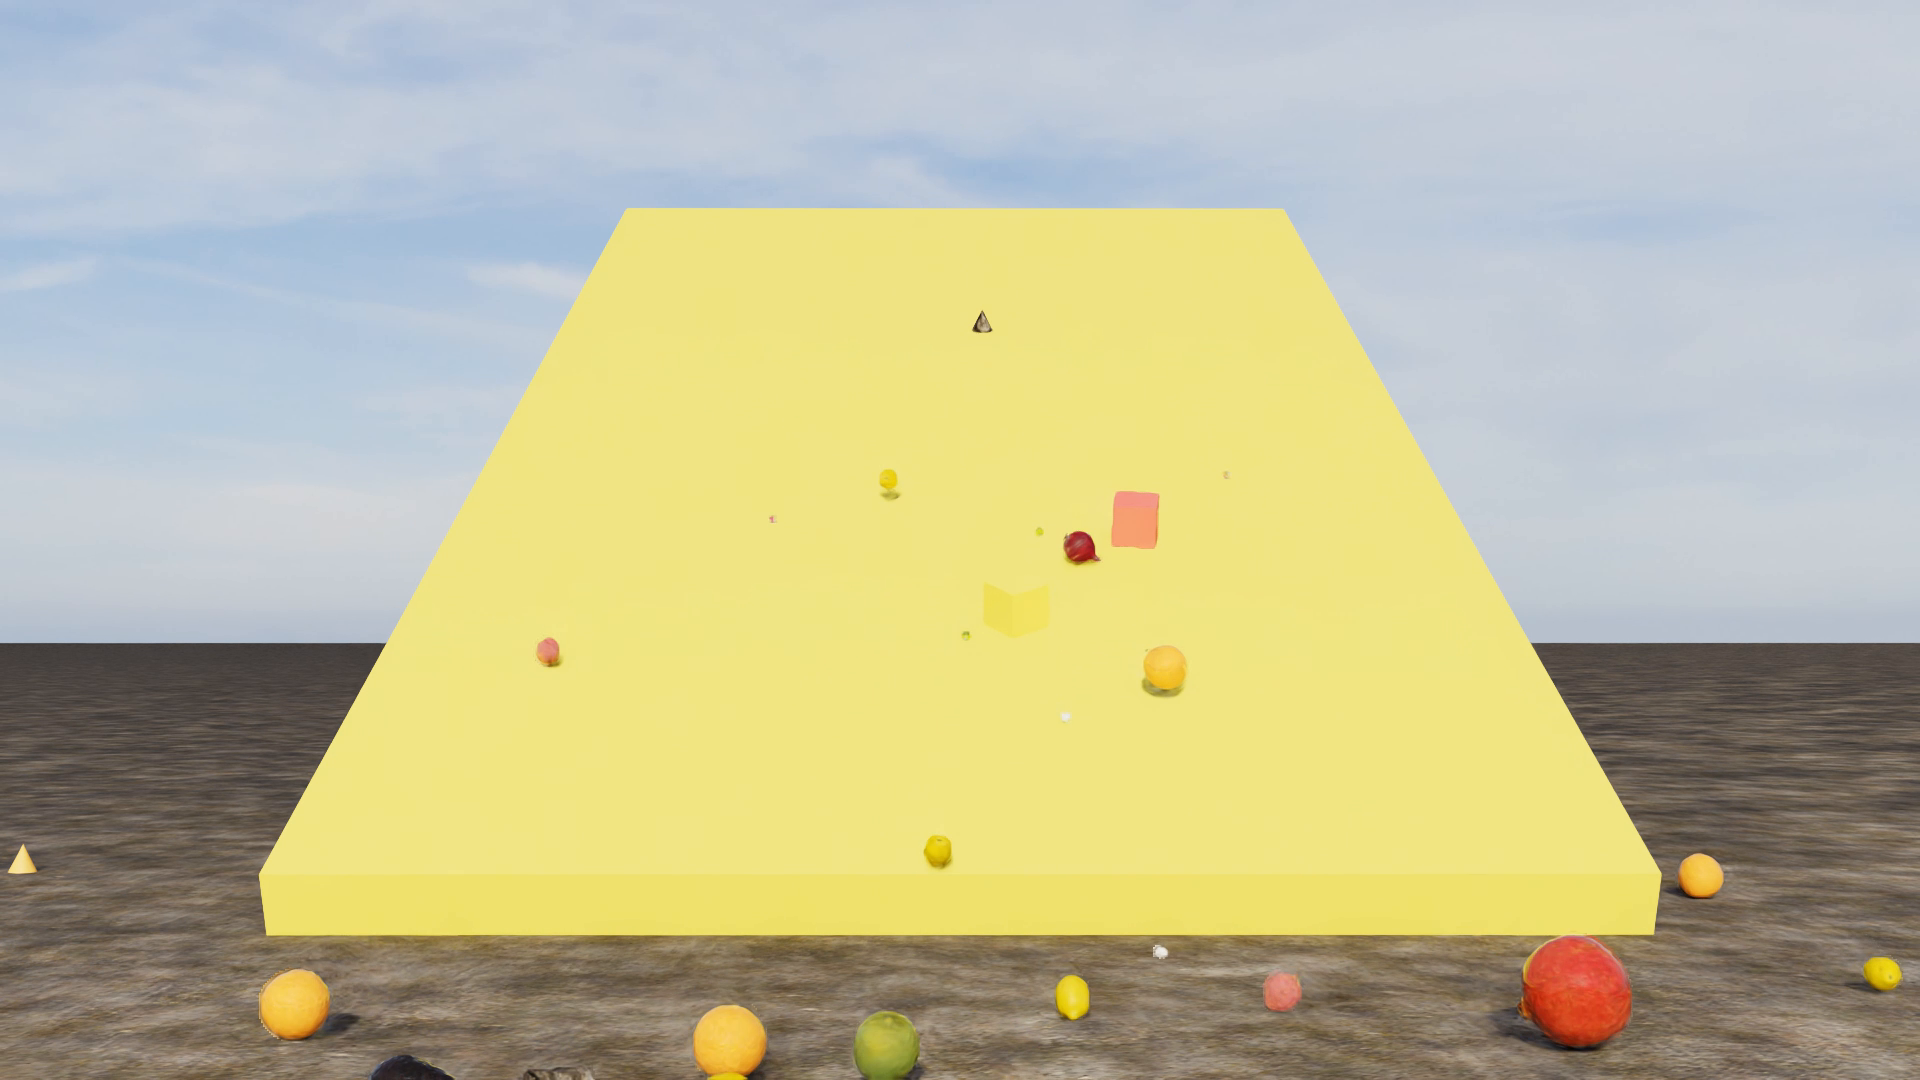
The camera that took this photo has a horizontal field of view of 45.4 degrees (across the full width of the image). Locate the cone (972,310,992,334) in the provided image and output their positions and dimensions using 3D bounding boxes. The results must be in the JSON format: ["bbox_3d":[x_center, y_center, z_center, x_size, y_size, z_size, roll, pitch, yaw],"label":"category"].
[{"bbox_3d":[0.056,-0.554,5.775,0.053,0.053,0.053,0,22,0],"label":"cone"}]

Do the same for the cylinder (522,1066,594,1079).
[{"bbox_3d":[-0.350,0.488,1.997,0.054,0.054,0.054,1,-3,-21],"label":"cylinder"}]

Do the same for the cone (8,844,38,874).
[{"bbox_3d":[-1.716,0.582,4.200,0.050,0.050,0.050,0,-2,0],"label":"cone"}]

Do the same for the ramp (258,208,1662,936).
[{"bbox_3d":[-0.006,-0.220,5.146,2.000,0.100,4.000,0,22,0],"label":"ramp"}]

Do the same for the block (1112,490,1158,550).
[{"bbox_3d":[0.340,-0.039,4.448,0.085,0.085,0.085,3,22,6],"label":"block"}]

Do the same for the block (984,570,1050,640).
[{"bbox_3d":[0.100,0.114,4.066,0.083,0.083,0.083,-16,27,-35],"label":"block"}]
